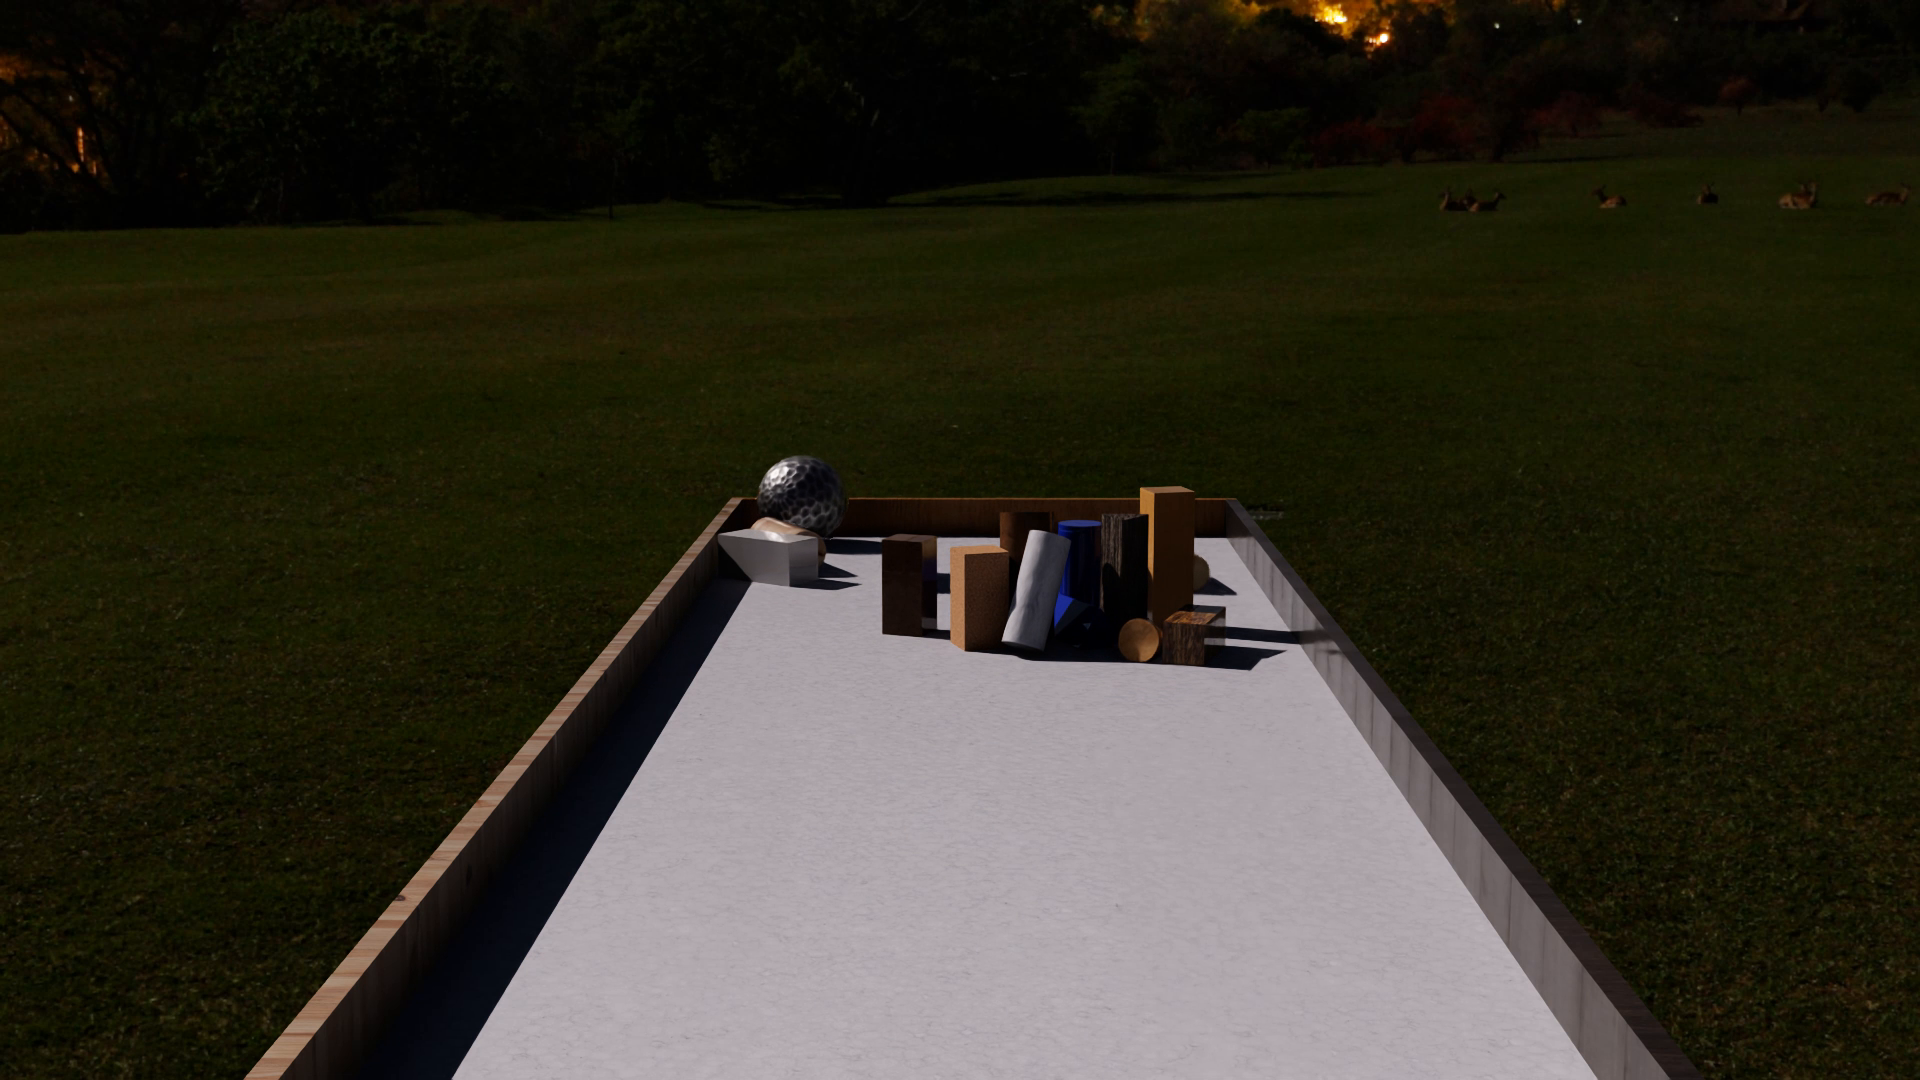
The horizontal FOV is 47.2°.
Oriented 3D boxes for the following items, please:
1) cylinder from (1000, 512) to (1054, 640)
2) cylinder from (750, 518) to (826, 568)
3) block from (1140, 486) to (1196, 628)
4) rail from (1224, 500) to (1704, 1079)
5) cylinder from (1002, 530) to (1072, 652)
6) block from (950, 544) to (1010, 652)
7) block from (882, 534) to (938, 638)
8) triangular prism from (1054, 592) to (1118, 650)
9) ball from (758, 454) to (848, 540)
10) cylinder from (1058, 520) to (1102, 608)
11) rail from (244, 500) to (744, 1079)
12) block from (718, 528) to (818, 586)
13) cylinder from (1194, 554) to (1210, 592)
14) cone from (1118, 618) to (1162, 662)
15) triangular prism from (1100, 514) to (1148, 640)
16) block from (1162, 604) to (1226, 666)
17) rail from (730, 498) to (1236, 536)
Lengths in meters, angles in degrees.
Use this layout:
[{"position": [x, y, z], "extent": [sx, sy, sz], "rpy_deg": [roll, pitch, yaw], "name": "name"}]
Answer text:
[{"position": [0.212, 0.112, 6.959], "extent": [0.172, 0.400, 0.172], "rpy_deg": [0, 1, 0], "name": "cylinder"}, {"position": [-0.661, 0.019, 8.371], "extent": [0.163, 0.163, 0.396], "rpy_deg": [-4, 10, -26], "name": "cylinder"}, {"position": [0.673, 0.062, 7.166], "extent": [0.139, 0.455, 0.139], "rpy_deg": [-2, 9, -14], "name": "block"}, {"position": [1.046, 0.843, 3.208], "extent": [0.050, 0.150, 12.000], "rpy_deg": [0, 9, 1], "name": "rail"}, {"position": [0.237, 0.159, 6.793], "extent": [0.135, 0.356, 0.135], "rpy_deg": [14, -9, 2], "name": "cylinder"}, {"position": [0.061, 0.180, 6.894], "extent": [0.146, 0.305, 0.146], "rpy_deg": [-3, 10, -18], "name": "block"}, {"position": [-0.162, 0.145, 7.109], "extent": [0.137, 0.308, 0.137], "rpy_deg": [3, 10, 20], "name": "block"}, {"position": [0.376, 0.252, 6.995], "extent": [0.145, 0.125, 0.305], "rpy_deg": [-4, 10, -23], "name": "triangular prism"}, {"position": [-0.635, -0.162, 8.873], "extent": [0.363, 0.363, 0.363], "rpy_deg": [0, 9, 0], "name": "ball"}, {"position": [0.396, 0.112, 7.220], "extent": [0.150, 0.338, 0.150], "rpy_deg": [0, 9, 0], "name": "cylinder"}, {"position": [-1.004, 0.839, 3.234], "extent": [0.050, 0.150, 12.000], "rpy_deg": [0, 9, 1], "name": "rail"}, {"position": [-0.707, 0.064, 8.091], "extent": [0.345, 0.161, 0.161], "rpy_deg": [7, 11, 36], "name": "block"}, {"position": [0.800, 0.094, 7.993], "extent": [0.133, 0.133, 0.326], "rpy_deg": [-1, 9, -8], "name": "cylinder"}, {"position": [0.623, 0.314, 6.818], "extent": [0.135, 0.135, 0.345], "rpy_deg": [5, -1, 29], "name": "cone"}, {"position": [0.500, 0.121, 6.962], "extent": [0.128, 0.402, 0.147], "rpy_deg": [7, 11, 36], "name": "triangular prism"}, {"position": [0.722, 0.291, 6.764], "extent": [0.128, 0.128, 0.306], "rpy_deg": [3, 10, 19], "name": "block"}, {"position": [0.099, -0.098, 9.147], "extent": [2.100, 0.150, 0.050], "rpy_deg": [0, 9, 1], "name": "rail"}]
